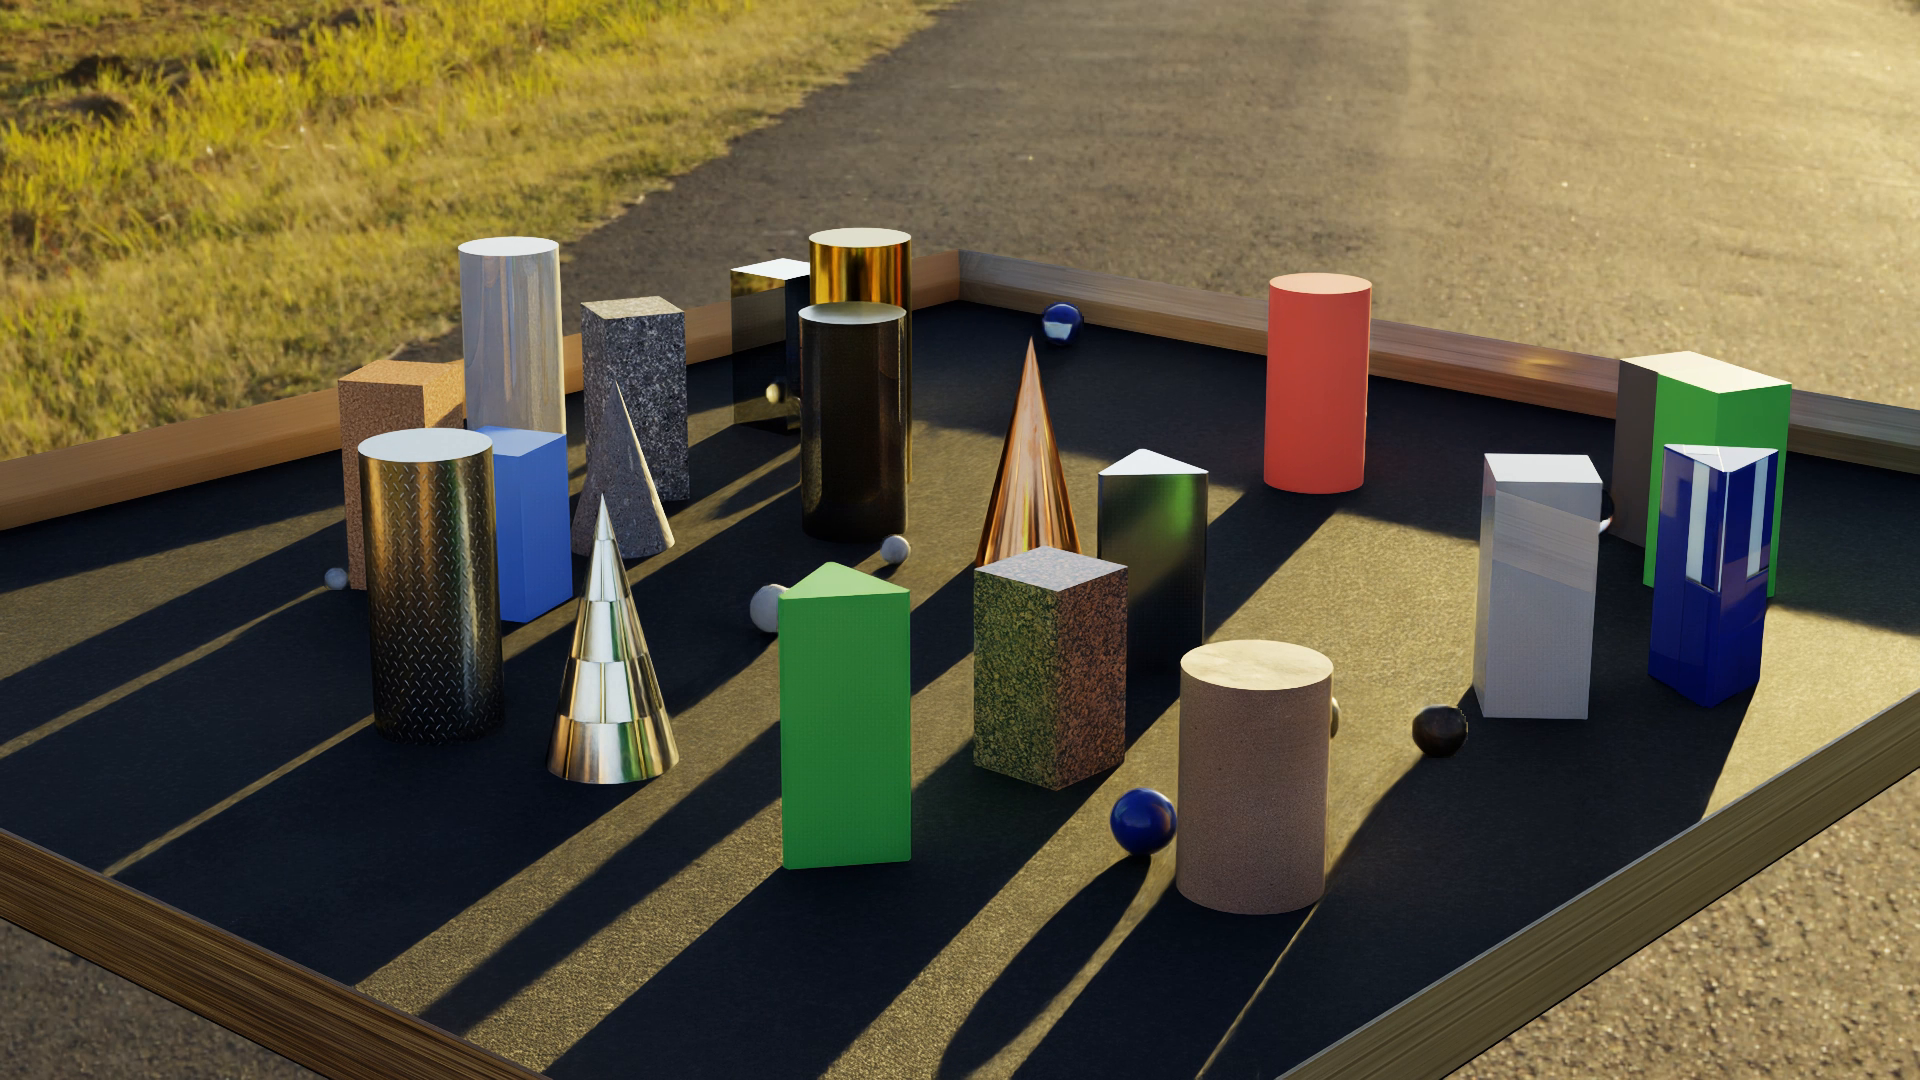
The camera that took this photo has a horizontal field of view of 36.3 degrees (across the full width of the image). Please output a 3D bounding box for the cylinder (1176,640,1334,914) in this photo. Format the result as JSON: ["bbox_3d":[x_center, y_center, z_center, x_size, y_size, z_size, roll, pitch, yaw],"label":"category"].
[{"bbox_3d":[0.388,0.312,3.880,0.199,0.311,0.199,0,17,0],"label":"cylinder"}]

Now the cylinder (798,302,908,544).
[{"bbox_3d":[-0.198,-0.221,5.470,0.199,0.415,0.199,0,17,0],"label":"cylinder"}]

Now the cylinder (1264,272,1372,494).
[{"bbox_3d":[0.705,-0.311,5.794,0.199,0.400,0.199,0,17,0],"label":"cylinder"}]

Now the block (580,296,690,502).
[{"bbox_3d":[-0.632,-0.270,5.708,0.159,0.372,0.159,-7,18,-23],"label":"block"}]

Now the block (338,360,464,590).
[{"bbox_3d":[-0.978,-0.112,5.171,0.159,0.378,0.159,4,17,14],"label":"block"}]

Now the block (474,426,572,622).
[{"bbox_3d":[-0.781,-0.029,5.043,0.159,0.293,0.159,7,18,21],"label":"block"}]

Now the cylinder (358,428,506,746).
[{"bbox_3d":[-0.800,0.070,4.453,0.199,0.444,0.199,0,17,0],"label":"cylinder"}]

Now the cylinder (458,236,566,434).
[{"bbox_3d":[-0.902,-0.373,5.919,0.199,0.447,0.199,0,17,0],"label":"cylinder"}]

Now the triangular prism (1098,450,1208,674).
[{"bbox_3d":[0.302,0.034,4.757,0.172,0.337,0.149,-1,17,-4],"label":"triangular prism"}]

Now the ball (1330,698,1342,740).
[{"bbox_3d":[0.528,0.268,4.410,0.090,0.090,0.090,0,17,0],"label":"ball"}]

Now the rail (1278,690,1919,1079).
[{"bbox_3d":[1.206,0.334,4.117,0.045,0.129,3.720,14,22,39],"label":"rail"}]

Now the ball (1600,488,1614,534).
[{"bbox_3d":[1.169,-0.055,5.467,0.099,0.099,0.099,0,17,0],"label":"ball"}]

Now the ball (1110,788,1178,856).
[{"bbox_3d":[0.251,0.386,4.014,0.092,0.092,0.092,0,17,0],"label":"ball"}]

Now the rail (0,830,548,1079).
[{"bbox_3d":[-1.204,0.432,3.792,3.242,0.129,0.045,14,22,39],"label":"rail"}]

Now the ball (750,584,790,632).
[{"bbox_3d":[-0.313,0.115,4.931,0.081,0.081,0.081,0,17,0],"label":"ball"}]

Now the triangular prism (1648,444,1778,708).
[{"bbox_3d":[1.169,0.047,4.636,0.149,0.383,0.172,14,22,38],"label":"triangular prism"}]

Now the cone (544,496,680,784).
[{"bbox_3d":[-0.519,0.129,4.310,0.199,0.413,0.199,0,17,0],"label":"cone"}]

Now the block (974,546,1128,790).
[{"bbox_3d":[0.133,0.186,4.312,0.159,0.303,0.159,14,22,39],"label":"block"}]

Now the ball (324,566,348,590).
[{"bbox_3d":[-1.097,0.068,5.158,0.041,0.041,0.041,0,17,0],"label":"ball"}]

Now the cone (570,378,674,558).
[{"bbox_3d":[-0.629,-0.146,5.391,0.199,0.316,0.199,0,17,0],"label":"cone"}]

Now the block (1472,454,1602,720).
[{"bbox_3d":[0.895,0.071,4.561,0.159,0.380,0.159,1,17,3],"label":"block"}]

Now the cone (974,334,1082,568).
[{"bbox_3d":[0.126,-0.161,5.253,0.199,0.424,0.199,0,17,0],"label":"cone"}]

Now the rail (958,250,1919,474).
[{"bbox_3d":[1.204,-0.368,6.447,3.242,0.129,0.045,14,22,39],"label":"rail"}]

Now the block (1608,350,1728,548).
[{"bbox_3d":[1.322,-0.162,5.416,0.159,0.334,0.159,-8,18,-24],"label":"block"}]

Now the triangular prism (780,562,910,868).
[{"bbox_3d":[-0.165,0.236,4.005,0.172,0.385,0.149,-3,17,-10],"label":"triangular prism"}]

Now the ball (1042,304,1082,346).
[{"bbox_3d":[0.244,-0.513,6.990,0.098,0.098,0.098,0,17,0],"label":"ball"}]

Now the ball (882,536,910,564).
[{"bbox_3d":[-0.116,0.019,5.303,0.052,0.052,0.052,0,17,0],"label":"ball"}]

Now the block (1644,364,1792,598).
[{"bbox_3d":[1.318,-0.095,5.109,0.159,0.383,0.159,-8,19,-25],"label":"block"}]

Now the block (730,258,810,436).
[{"bbox_3d":[-0.372,-0.412,6.242,0.159,0.336,0.159,14,22,38],"label":"block"}]

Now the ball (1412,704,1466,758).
[{"bbox_3d":[0.714,0.284,4.373,0.081,0.081,0.081,0,17,0],"label":"ball"}]

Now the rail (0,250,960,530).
[{"bbox_3d":[-1.206,-0.270,6.122,0.045,0.129,3.720,14,22,39],"label":"rail"}]

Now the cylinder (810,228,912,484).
[{"bbox_3d":[-0.195,-0.356,5.786,0.199,0.490,0.199,0,17,0],"label":"cylinder"}]

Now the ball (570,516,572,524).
[{"bbox_3d":[-0.754,-0.038,5.490,0.053,0.053,0.053,0,17,0],"label":"ball"}]
